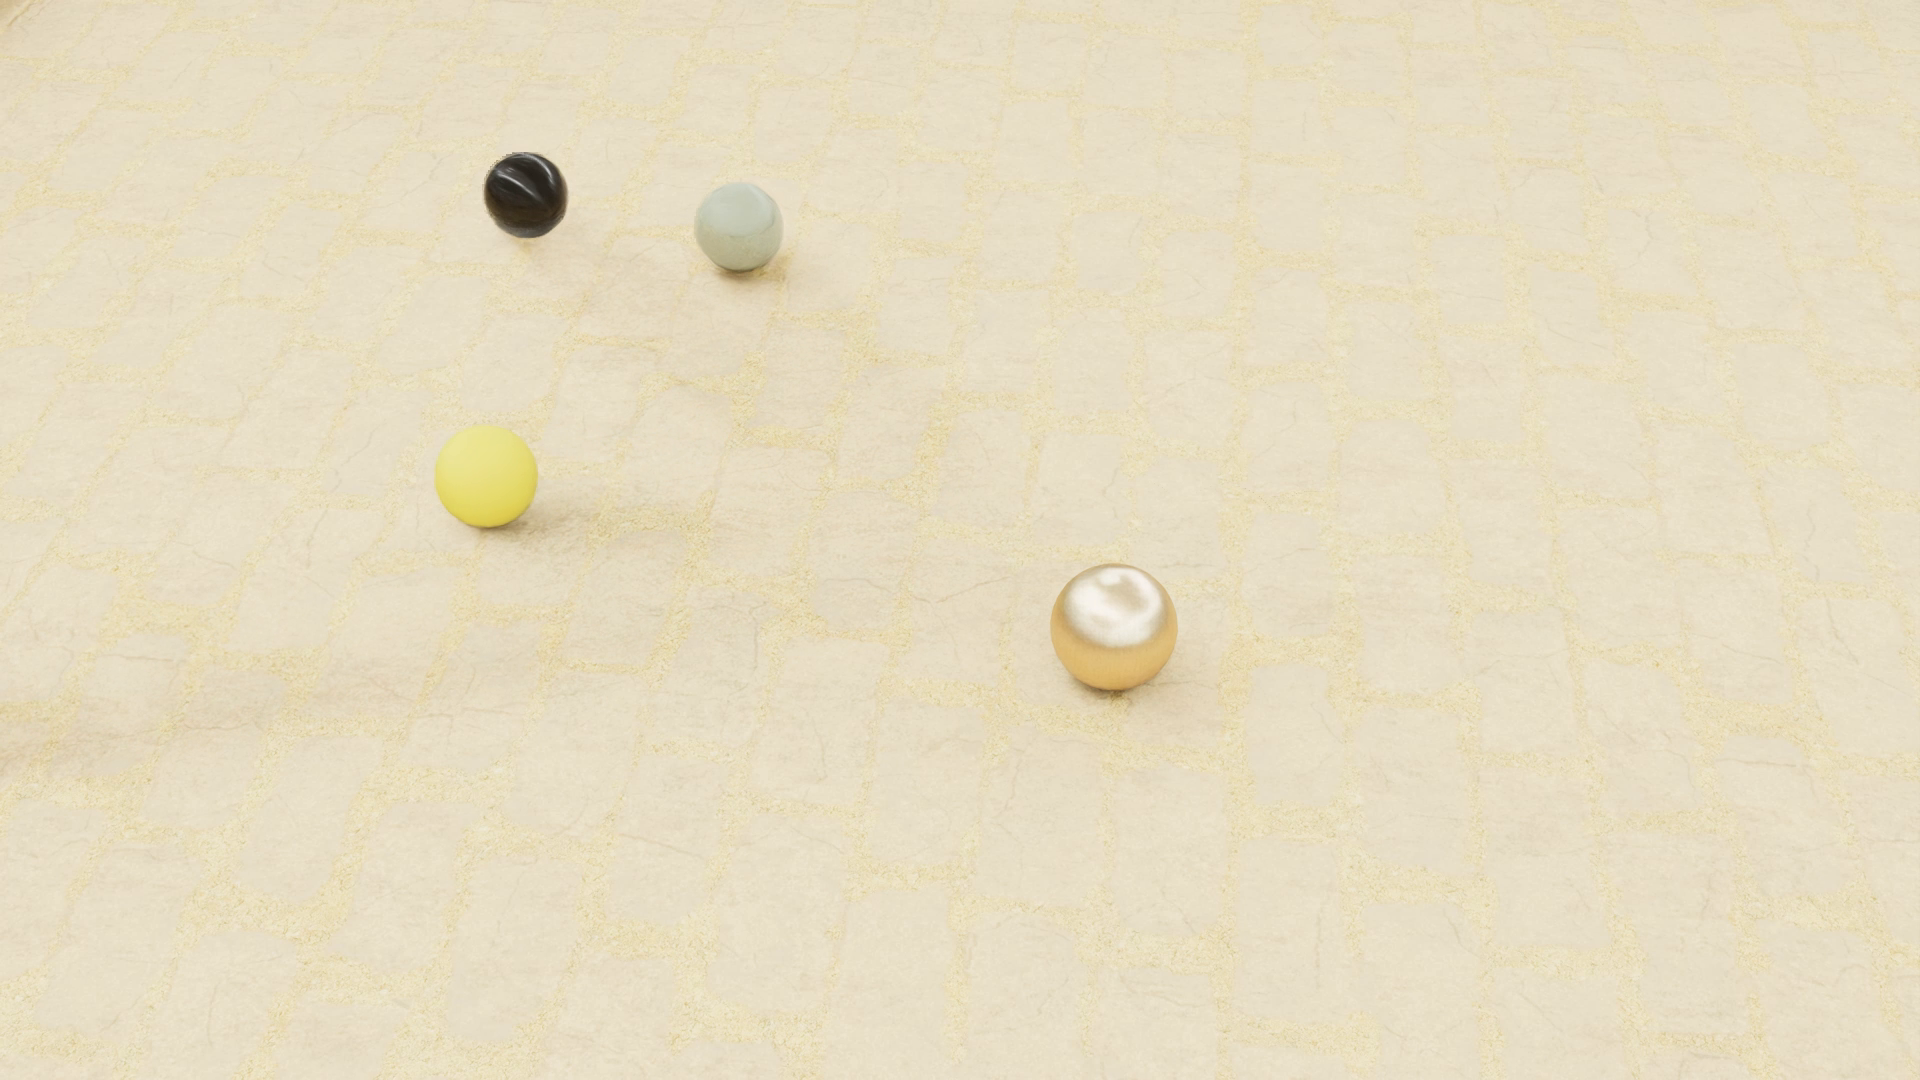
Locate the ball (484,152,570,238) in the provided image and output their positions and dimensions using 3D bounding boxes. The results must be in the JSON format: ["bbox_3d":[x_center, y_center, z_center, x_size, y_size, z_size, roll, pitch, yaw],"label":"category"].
[{"bbox_3d":[-0.345,-0.274,2.041,0.068,0.068,0.068,0,36,0],"label":"ball"}]

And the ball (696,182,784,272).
[{"bbox_3d":[-0.171,-0.243,1.998,0.069,0.069,0.069,0,36,0],"label":"ball"}]

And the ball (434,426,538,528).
[{"bbox_3d":[-0.317,-0.043,1.720,0.069,0.069,0.069,0,36,0],"label":"ball"}]

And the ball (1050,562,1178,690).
[{"bbox_3d":[0.095,0.053,1.579,0.079,0.079,0.079,0,36,0],"label":"ball"}]
